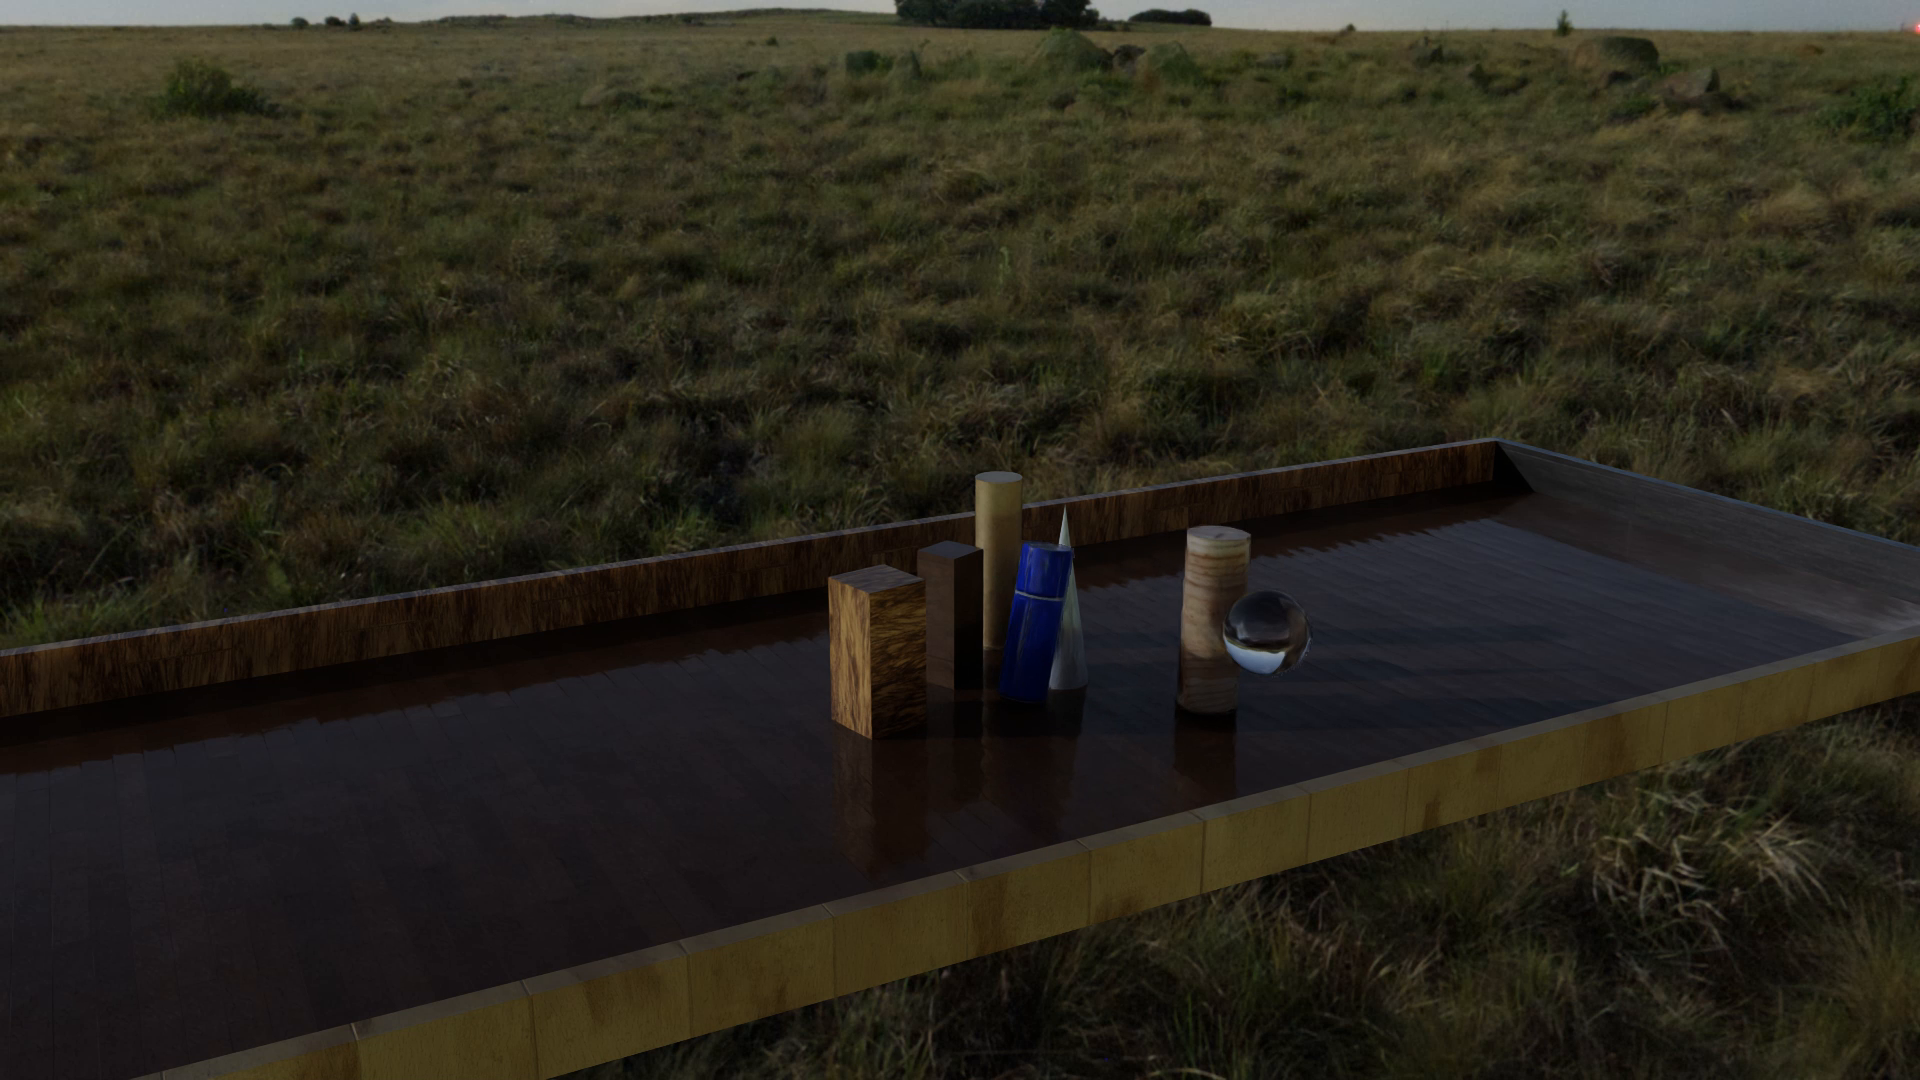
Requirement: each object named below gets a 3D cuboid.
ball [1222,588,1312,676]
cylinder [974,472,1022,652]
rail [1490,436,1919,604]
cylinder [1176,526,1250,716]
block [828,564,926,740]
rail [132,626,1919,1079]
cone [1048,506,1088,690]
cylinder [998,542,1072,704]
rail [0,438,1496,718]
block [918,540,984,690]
[{"bbox_3d":[0.680,0.204,3.657,0.193,0.193,0.193,0,16,0],"label":"ball"},{"bbox_3d":[0.101,0.056,4.349,0.124,0.459,0.124,0,16,0],"label":"cylinder"},{"bbox_3d":[2.466,-0.048,5.253,0.050,0.150,2.100,-9,18,-27],"label":"rail"},{"bbox_3d":[0.601,0.192,3.928,0.148,0.427,0.148,2,13,0],"label":"cylinder"},{"bbox_3d":[-0.192,0.258,3.849,0.160,0.354,0.160,-13,21,-38],"label":"block"},{"bbox_3d":[-2.336,1.006,1.665,12.000,0.150,0.050,-9,18,-27],"label":"rail"},{"bbox_3d":[0.257,0.133,4.090,0.133,0.459,0.133,0,16,0],"label":"cone"},{"bbox_3d":[0.180,0.198,3.987,0.121,0.373,0.121,9,8,-1],"label":"cylinder"},{"bbox_3d":[-3.305,0.497,3.399,12.000,0.150,0.050,-9,18,-27],"label":"rail"},{"bbox_3d":[-0.024,0.186,4.122,0.117,0.338,0.117,13,21,37],"label":"block"}]
